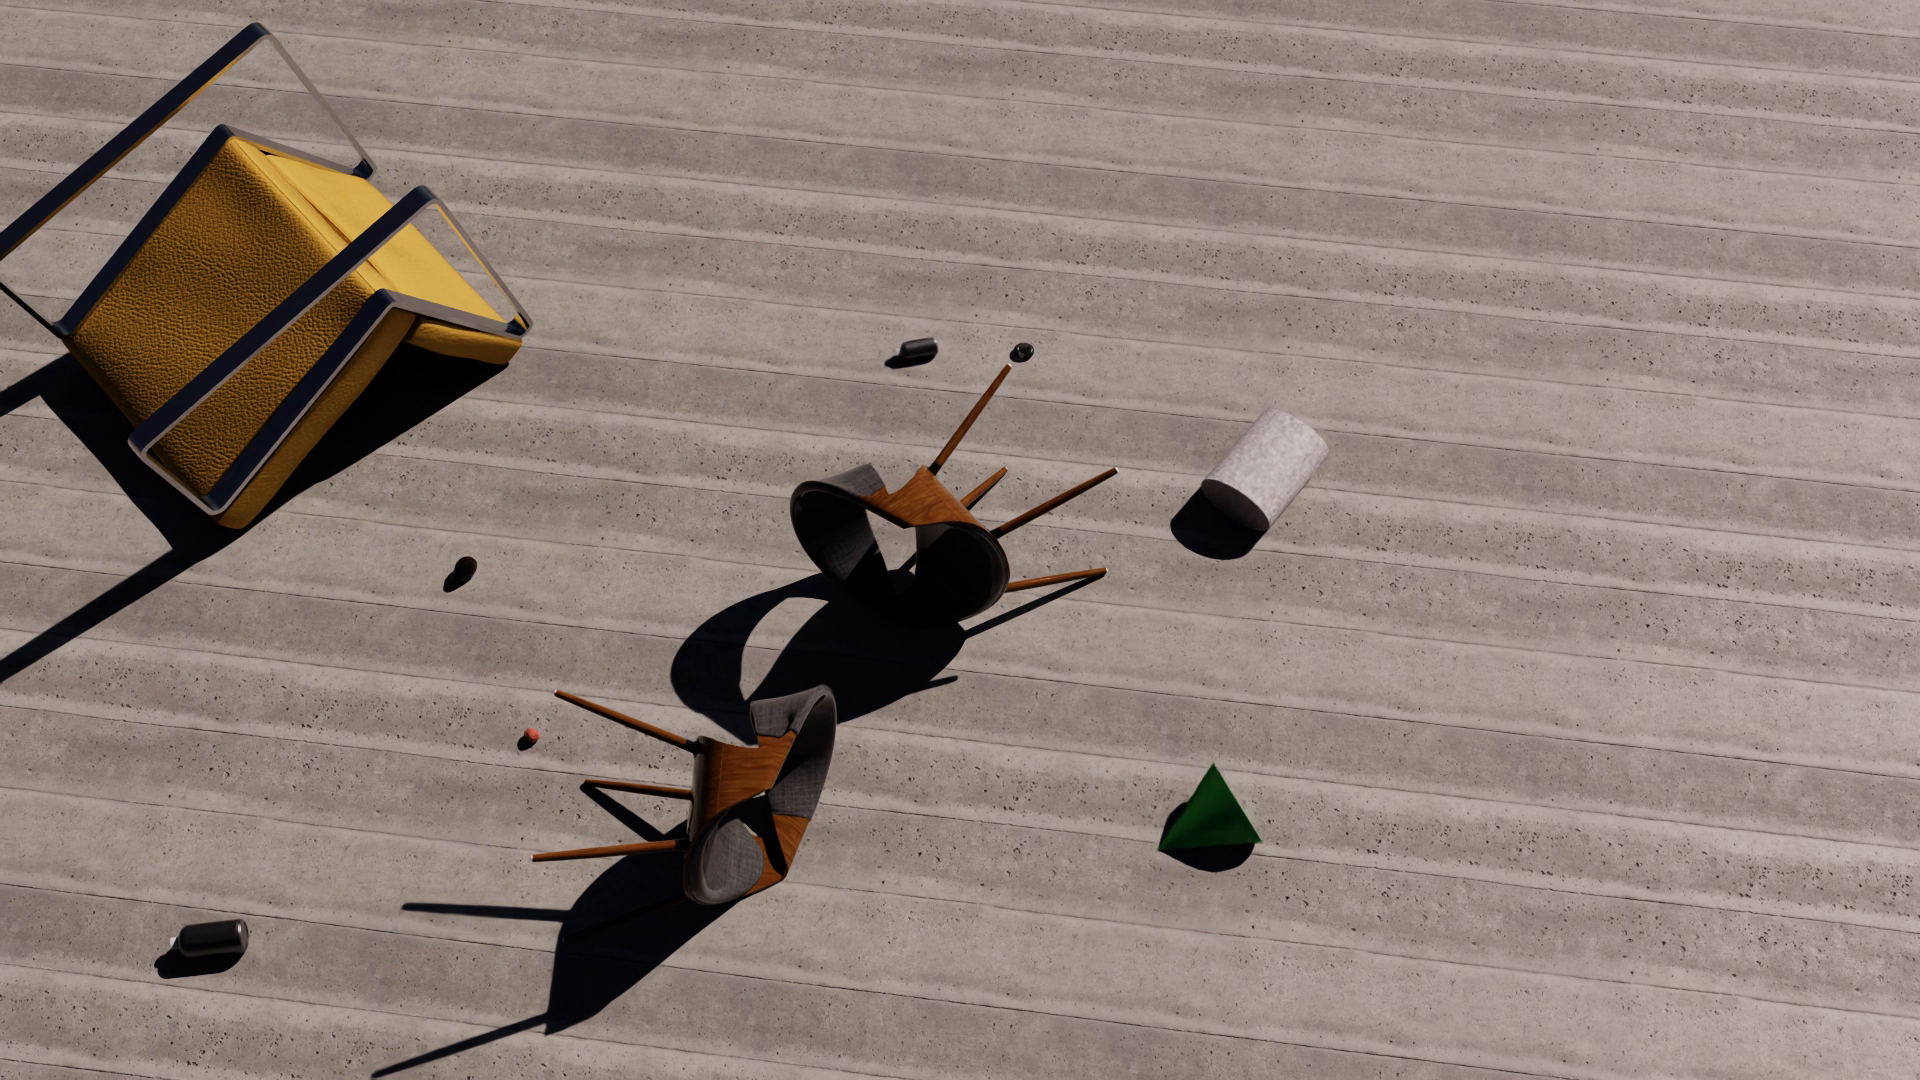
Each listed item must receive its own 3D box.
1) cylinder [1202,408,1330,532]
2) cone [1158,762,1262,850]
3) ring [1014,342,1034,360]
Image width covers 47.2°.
[{"bbox_3d":[0.920,-0.213,6.624,0.246,0.154,0.331,34,63,17],"label":"cylinder"},{"bbox_3d":[0.647,0.781,6.000,0.256,0.159,0.251,-31,81,2],"label":"cone"},{"bbox_3d":[0.202,-0.599,6.963,0.068,0.021,0.061,-14,58,-10],"label":"ring"}]
